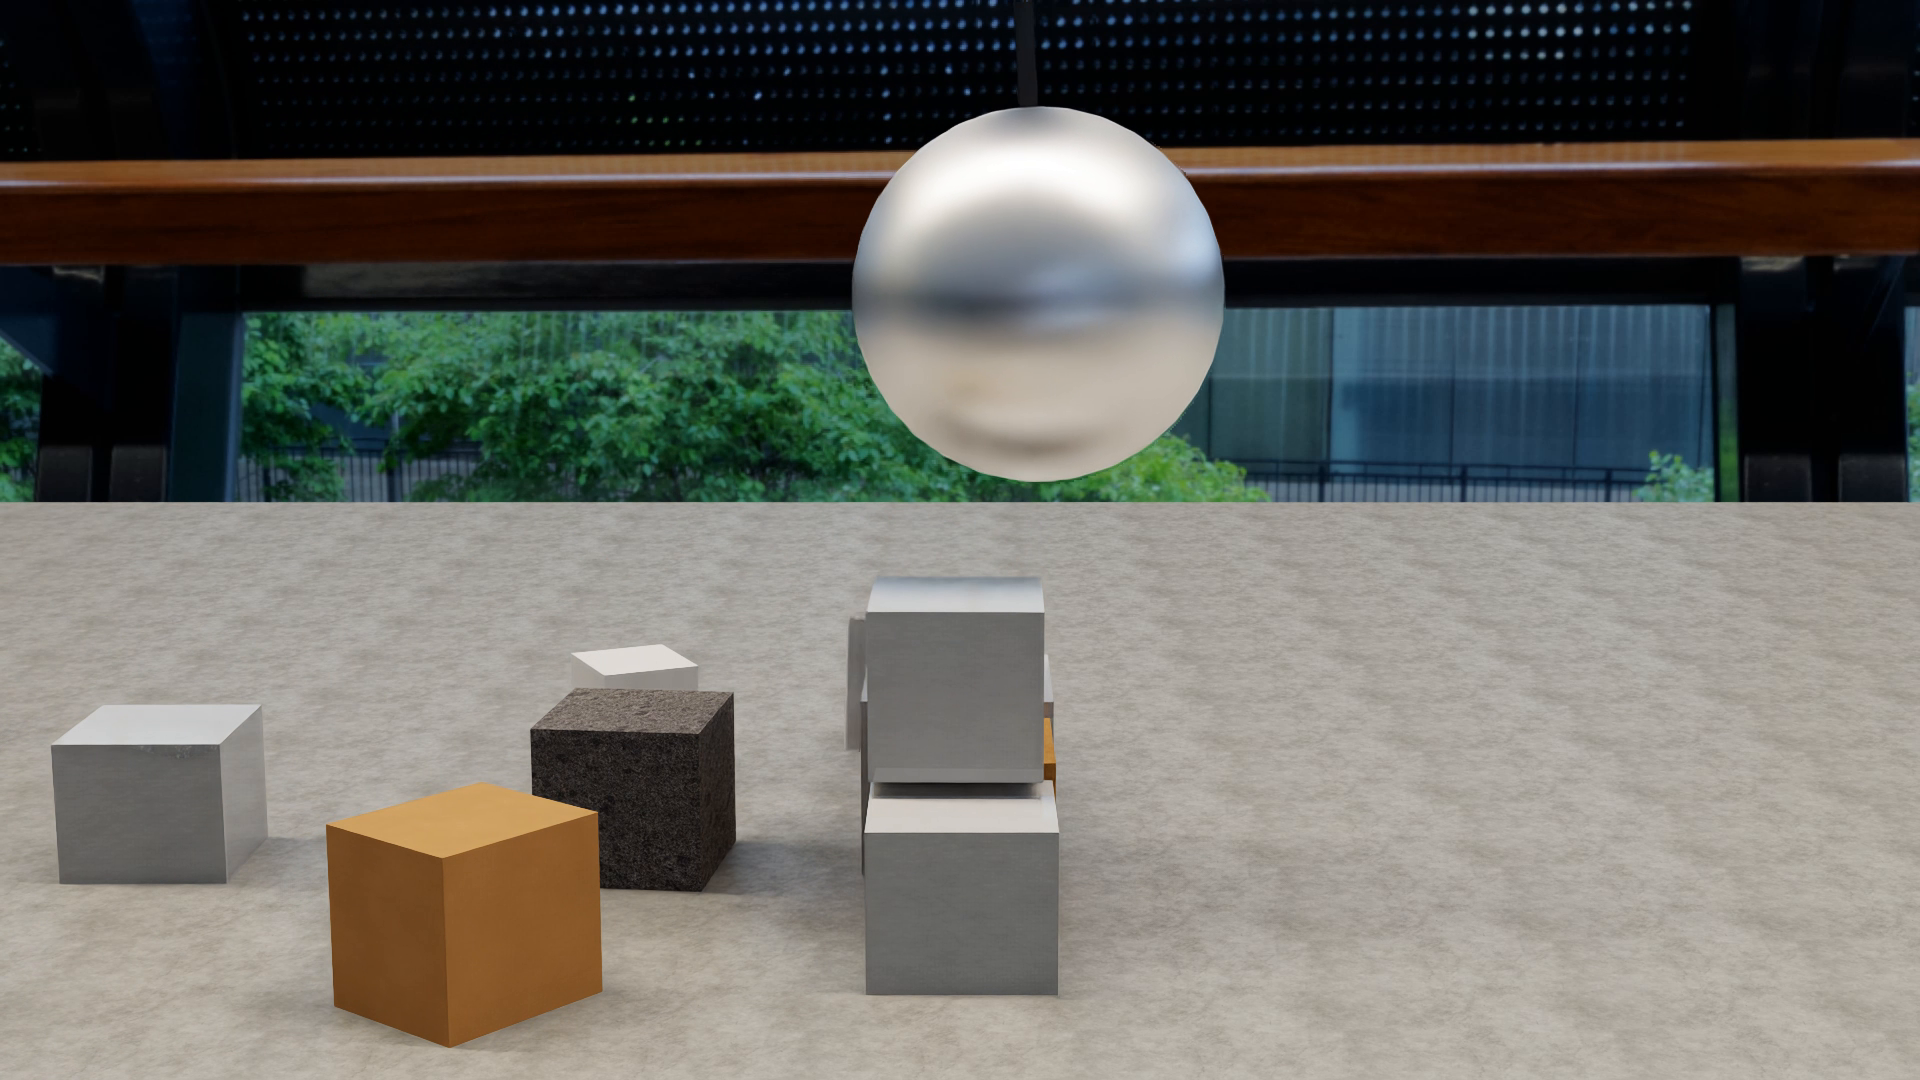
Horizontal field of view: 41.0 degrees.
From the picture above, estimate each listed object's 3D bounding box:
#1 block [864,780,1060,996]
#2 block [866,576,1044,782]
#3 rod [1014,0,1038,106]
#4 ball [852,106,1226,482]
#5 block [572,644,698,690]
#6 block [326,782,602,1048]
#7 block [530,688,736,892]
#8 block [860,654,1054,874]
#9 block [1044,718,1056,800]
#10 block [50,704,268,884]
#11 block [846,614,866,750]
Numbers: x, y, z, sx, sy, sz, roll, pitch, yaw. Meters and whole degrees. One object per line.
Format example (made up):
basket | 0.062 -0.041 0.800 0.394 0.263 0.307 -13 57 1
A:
block | 0.007 1.370 10.208 0.742 0.652 0.737 0 10 0
block | -0.012 0.560 10.517 0.701 0.694 0.723 0 10 1
rod | 0.145 -4.389 10.382 0.080 5.200 0.080 -3 10 1
ball | 0.334 -1.049 10.990 1.600 1.600 1.600 0 10 0
block | -1.642 0.895 12.975 0.486 0.597 0.545 -5 11 -25
block | -1.886 1.410 9.798 0.676 0.721 0.757 8 13 38
block | -1.450 1.106 11.504 0.743 0.708 0.762 1 10 6
block | -0.010 1.015 11.775 0.847 0.791 0.932 0 10 0
block | 0.021 1.202 10.939 0.746 0.721 0.746 0 10 0
block | -3.588 1.135 11.556 0.731 0.631 0.713 0 10 -1
block | -0.207 0.736 13.383 0.620 0.669 0.683 2 2 11
